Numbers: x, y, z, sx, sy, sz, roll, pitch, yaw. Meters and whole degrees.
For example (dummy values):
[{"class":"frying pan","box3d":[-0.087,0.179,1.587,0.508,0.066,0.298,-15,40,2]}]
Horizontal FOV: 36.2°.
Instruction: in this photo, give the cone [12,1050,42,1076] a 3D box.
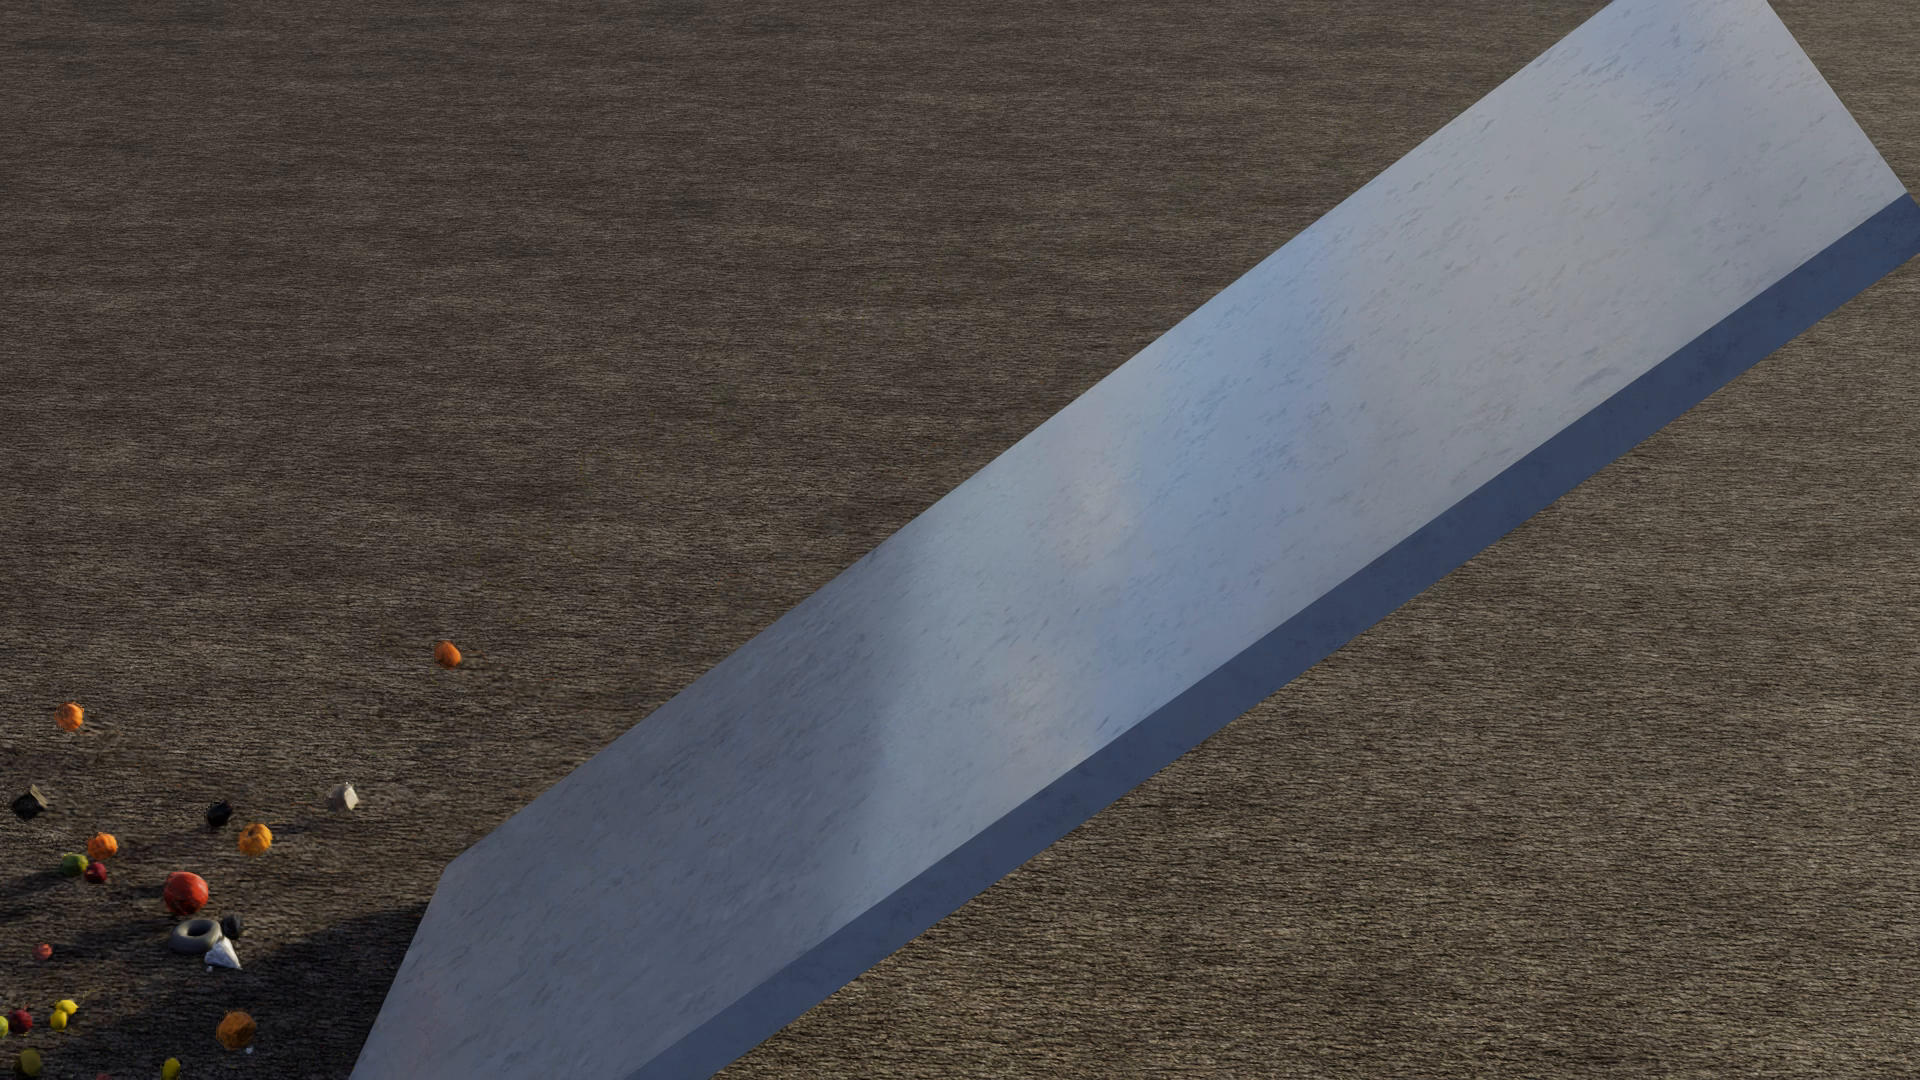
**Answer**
[{"class":"cone","box3d":[-2.269,1.272,7.111,0.066,0.066,0.066,-20,16,23]}]

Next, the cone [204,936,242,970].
[{"class":"cone","box3d":[-1.874,1.076,7.541,0.088,0.088,0.088,36,34,11]}]

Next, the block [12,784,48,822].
[{"class":"block","box3d":[-2.581,0.731,8.162,0.064,0.064,0.064,-37,16,3]}]

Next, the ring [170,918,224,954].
[{"class":"ring","box3d":[-1.983,1.029,7.640,0.137,0.046,0.137,-1,25,0]}]

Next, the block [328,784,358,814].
[{"class":"block","box3d":[-1.735,0.728,8.267,0.054,0.054,0.054,-10,27,19]}]

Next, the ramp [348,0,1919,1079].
[{"class":"ramp","box3d":[0.119,0.186,6.345,4.000,0.100,2.000,-36,16,18]}]
